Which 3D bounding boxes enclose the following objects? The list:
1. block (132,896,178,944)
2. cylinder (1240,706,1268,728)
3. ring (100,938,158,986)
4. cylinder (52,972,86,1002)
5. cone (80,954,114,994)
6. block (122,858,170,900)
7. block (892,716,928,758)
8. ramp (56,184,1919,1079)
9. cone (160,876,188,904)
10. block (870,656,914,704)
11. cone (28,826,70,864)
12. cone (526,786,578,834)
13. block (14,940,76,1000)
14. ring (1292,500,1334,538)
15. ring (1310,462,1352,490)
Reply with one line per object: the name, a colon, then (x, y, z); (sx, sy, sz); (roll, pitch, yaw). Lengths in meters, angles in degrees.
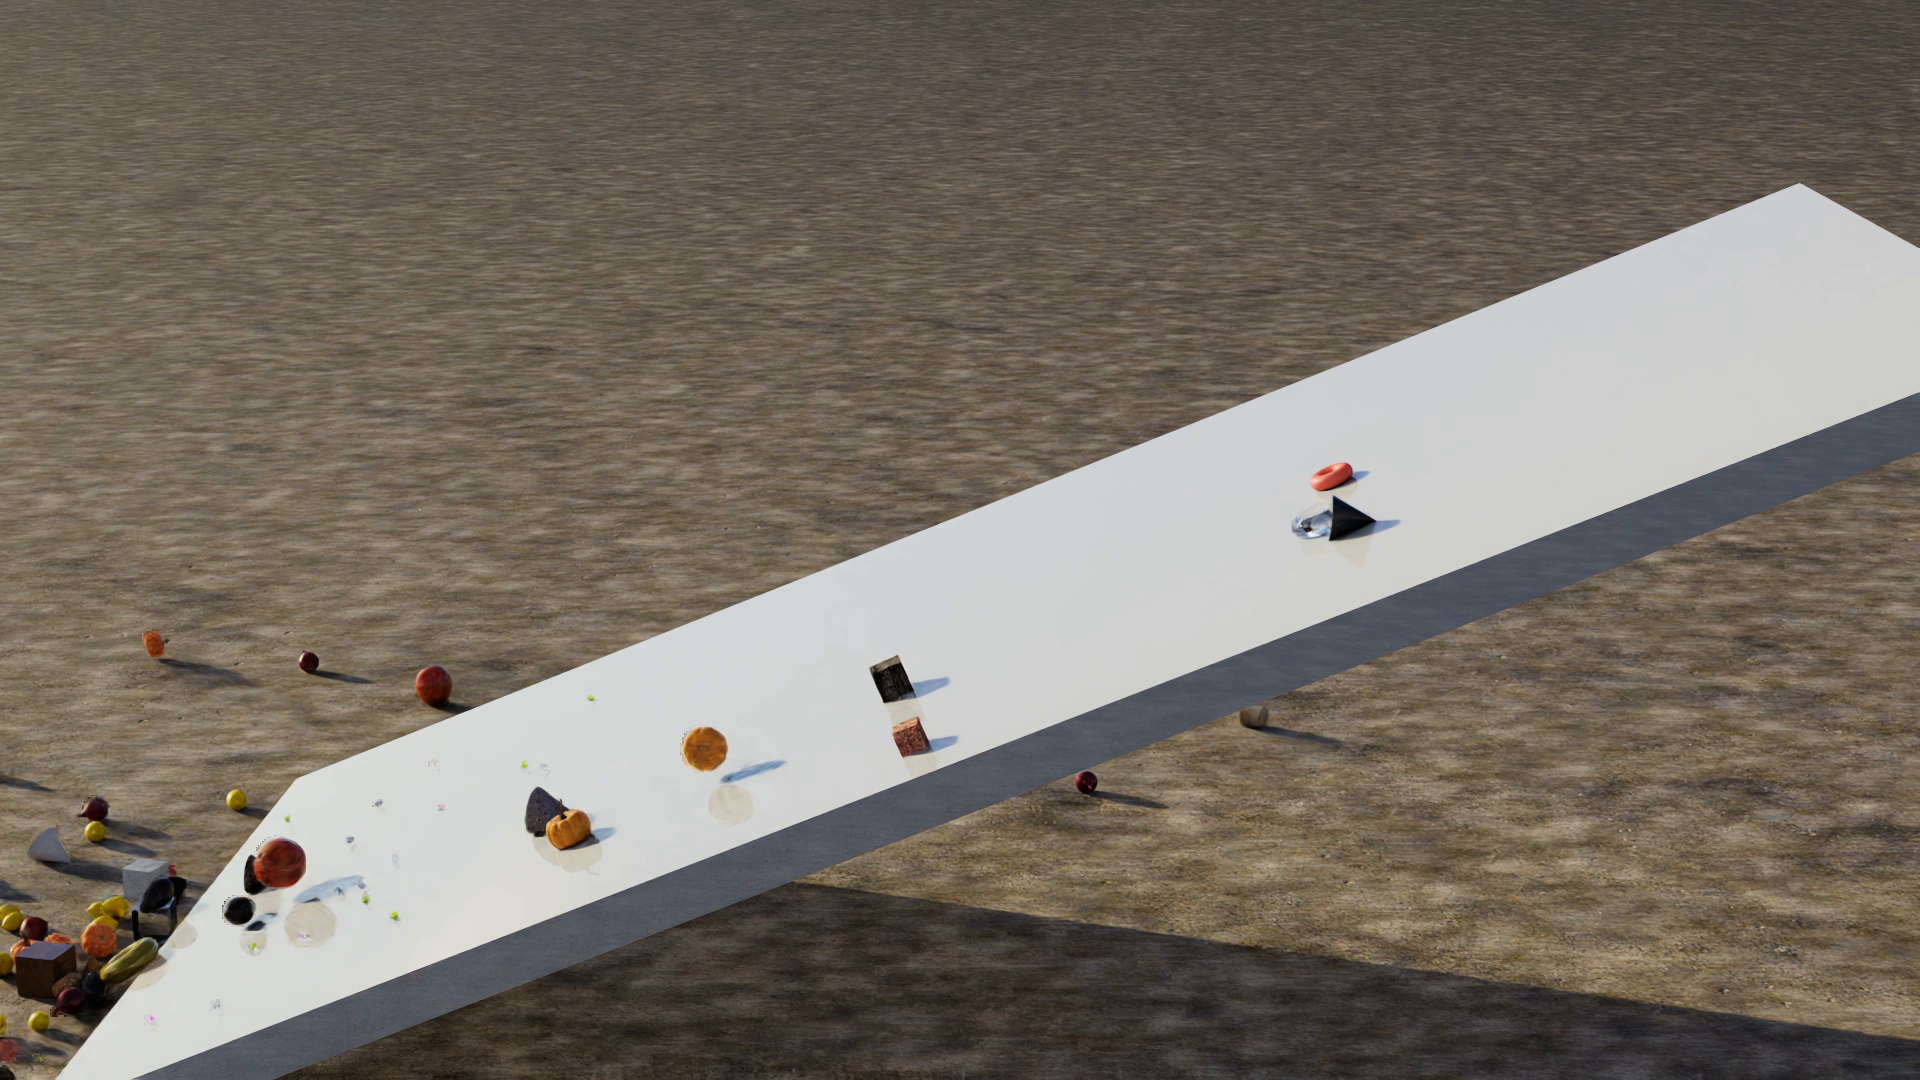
block: (-1.836, 0.867, 6.706); (0.082, 0.082, 0.082); (-1, 14, -2)
cylinder: (0.822, 0.493, 8.223); (0.060, 0.060, 0.060); (8, 16, 29)
ring: (-1.793, 0.910, 6.349); (0.140, 0.047, 0.140); (-33, 9, 6)
cylinder: (-1.930, 0.968, 6.372); (0.050, 0.050, 0.050); (4, 15, 14)
cone: (-1.894, 0.939, 6.426); (0.080, 0.080, 0.080); (0, 14, 0)
block: (-1.925, 0.806, 6.960); (0.076, 0.076, 0.076); (5, 15, 18)
block: (-0.093, 0.368, 5.501); (0.050, 0.050, 0.050); (-22, 12, 7)
ramp: (0.127, 0.172, 6.288); (4.000, 0.100, 2.000); (-22, 12, 8)
cone: (-1.849, 0.839, 6.925); (0.065, 0.065, 0.065); (-5, 42, -19)
block: (-0.139, 0.280, 5.923); (0.065, 0.065, 0.065); (-24, 12, -2)
cone: (-2.208, 0.765, 7.188); (0.094, 0.094, 0.094); (36, 26, 15)
cone: (-0.826, 0.561, 6.028); (0.099, 0.099, 0.099); (8, 16, 13)
block: (-1.991, 0.937, 6.411); (0.091, 0.091, 0.091); (4, 15, 14)
ring: (0.710, -0.041, 5.804); (0.119, 0.040, 0.119); (-24, 12, 6)
ring: (0.770, -0.132, 6.098); (0.093, 0.031, 0.093); (-24, 12, 5)
